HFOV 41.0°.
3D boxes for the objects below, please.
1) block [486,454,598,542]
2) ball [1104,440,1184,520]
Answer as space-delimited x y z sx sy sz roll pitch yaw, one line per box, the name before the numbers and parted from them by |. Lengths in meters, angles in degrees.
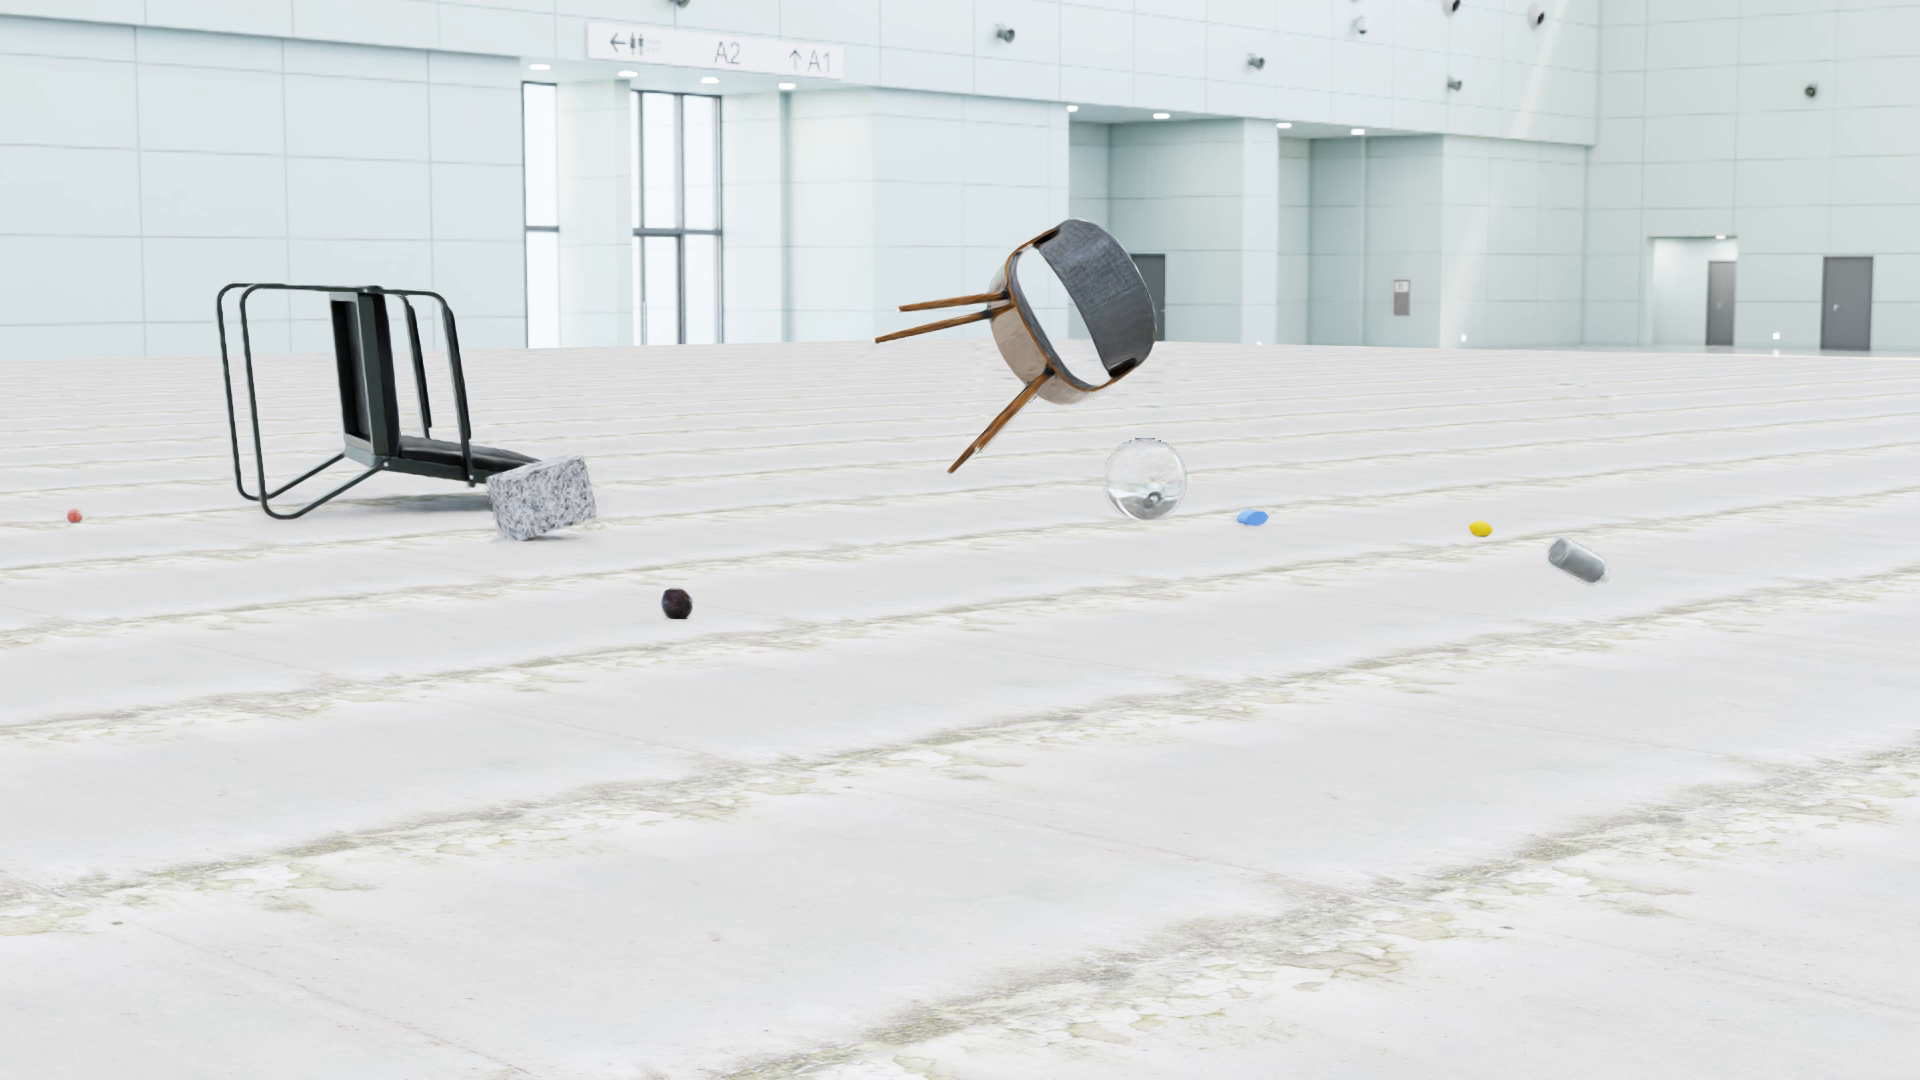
block | -1.051 -0.108 6.451 0.221 0.158 0.117 -20 15 -29
ball | 0.499 -0.163 6.935 0.217 0.217 0.217 0 6 0
